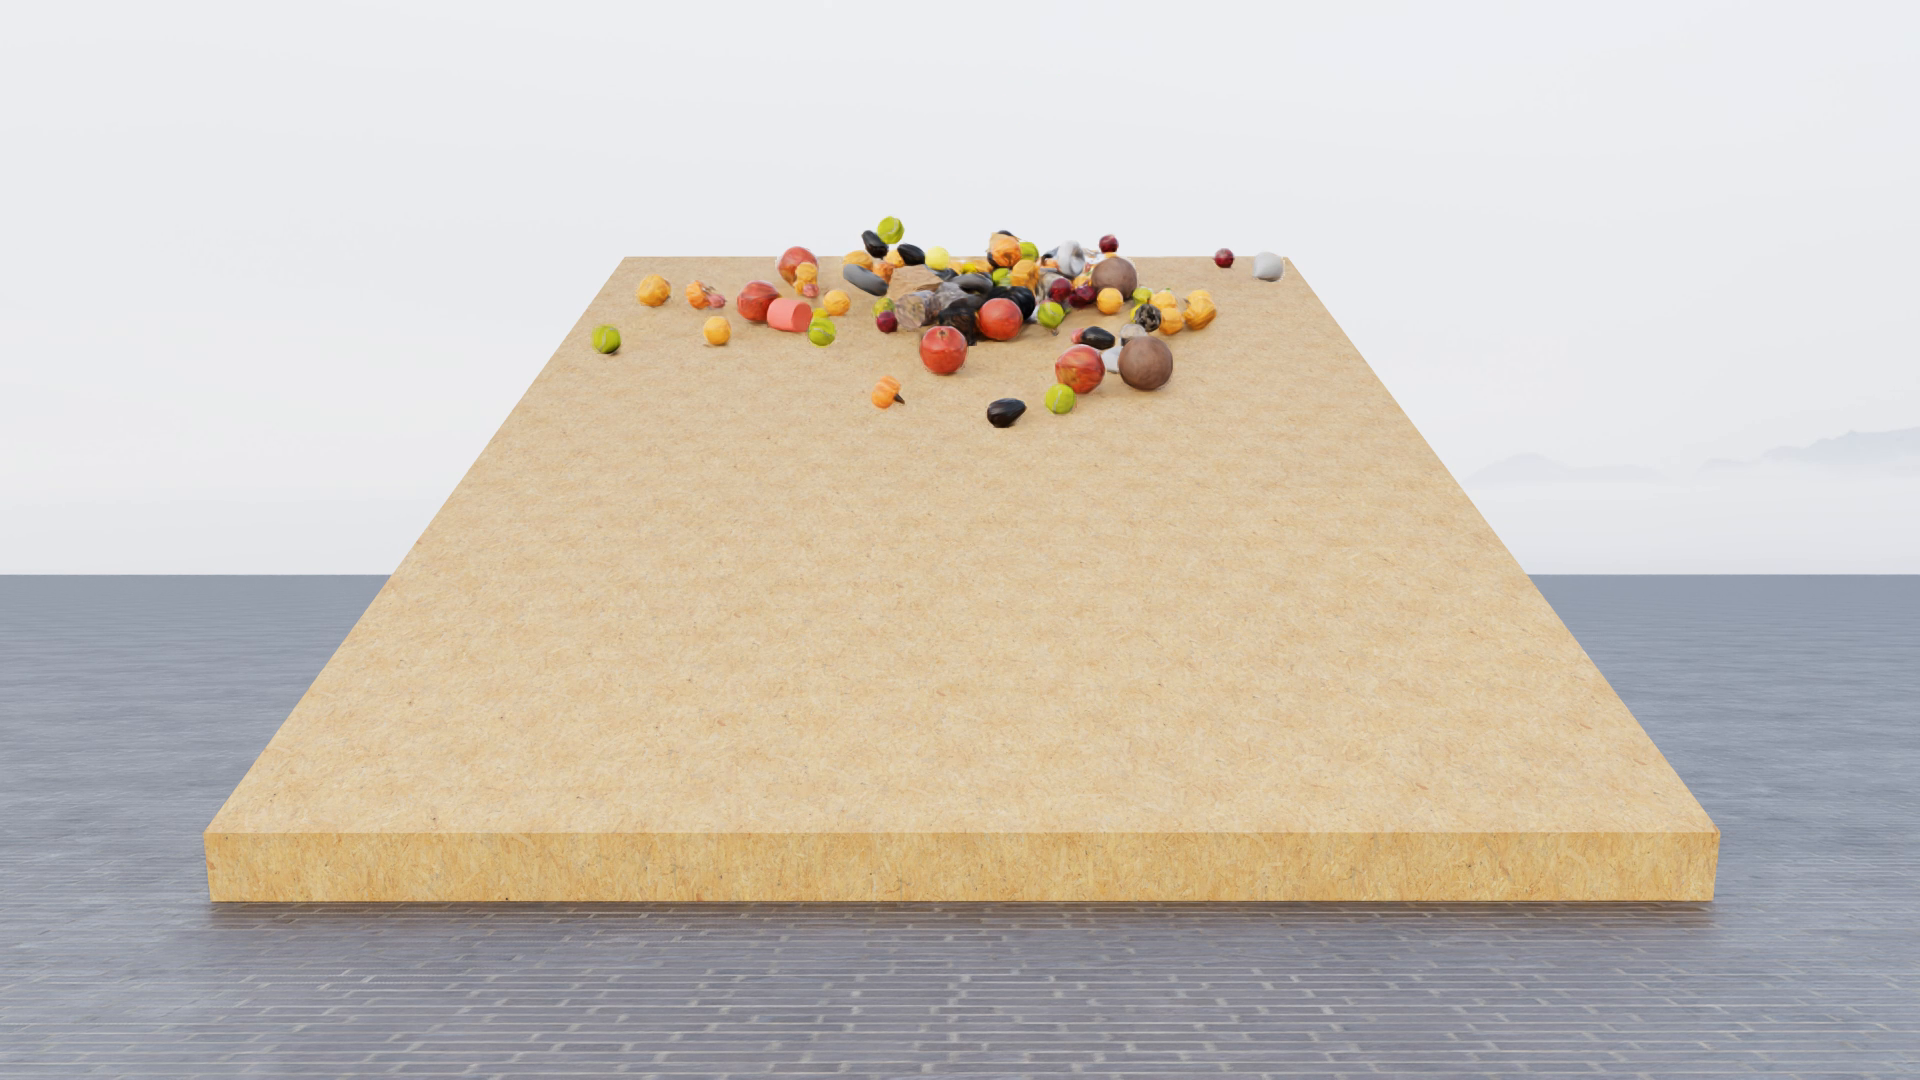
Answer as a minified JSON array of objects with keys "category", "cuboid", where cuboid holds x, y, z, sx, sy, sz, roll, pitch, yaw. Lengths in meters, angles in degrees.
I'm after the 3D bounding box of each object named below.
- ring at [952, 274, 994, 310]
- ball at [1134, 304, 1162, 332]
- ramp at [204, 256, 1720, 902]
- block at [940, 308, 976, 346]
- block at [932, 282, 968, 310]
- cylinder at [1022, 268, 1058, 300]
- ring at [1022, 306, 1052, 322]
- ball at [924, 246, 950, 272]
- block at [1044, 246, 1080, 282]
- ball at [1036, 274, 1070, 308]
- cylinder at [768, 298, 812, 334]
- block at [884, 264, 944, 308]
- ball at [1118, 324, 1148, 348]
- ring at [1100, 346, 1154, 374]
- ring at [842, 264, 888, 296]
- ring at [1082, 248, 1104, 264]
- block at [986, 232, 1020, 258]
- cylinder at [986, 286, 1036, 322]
[{"category":"ring","cuboid":[0.029,-0.645,5.825,0.126,0.042,0.126,1,-36,1]},{"category":"ball","cuboid":[0.475,-0.561,5.655,0.071,0.071,0.071,0,-1,0]},{"category":"ramp","cuboid":[-0.004,-0.187,4.866,2.000,0.100,4.000,0,18,0]},{"category":"block","cuboid":[-0.006,-0.540,5.661,0.077,0.077,0.077,4,19,13]},{"category":"block","cuboid":[-0.029,-0.619,5.733,0.058,0.058,0.058,-12,-31,-50]},{"category":"cylinder","cuboid":[0.223,-0.703,6.144,0.088,0.088,0.088,3,0,10]},{"category":"ring","cuboid":[0.198,-0.597,5.906,0.089,0.030,0.089,-6,19,2]},{"category":"ball","cuboid":[-0.062,-0.764,6.079,0.067,0.067,0.067,0,-1,0]},{"category":"block","cuboid":[0.292,-0.785,6.384,0.076,0.076,0.076,25,37,36]},{"category":"ball","cuboid":[0.250,-0.674,6.050,0.092,0.092,0.092,0,-1,0]},{"category":"cylinder","cuboid":[-0.439,-0.580,5.773,0.082,0.082,0.082,13,7,34]},{"category":"block","cuboid":[-0.121,-0.659,5.943,0.099,0.099,0.099,-15,43,-43]},{"category":"ball","cuboid":[0.429,-0.503,5.559,0.072,0.072,0.072,0,-1,0]},{"category":"ring","cuboid":[0.403,-0.433,5.388,0.132,0.044,0.132,-2,22,1]},{"category":"ring","cuboid":[-0.256,-0.704,6.059,0.137,0.046,0.137,28,10,-6]},{"category":"ring","cuboid":[0.364,-0.797,6.285,0.088,0.029,0.088,8,17,-2]},{"category":"block","cuboid":[0.125,-0.841,6.390,0.060,0.060,0.060,5,9,-43]},{"category":"cylinder","cuboid":[0.131,-0.613,5.796,0.092,0.092,0.092,-1,4,38]}]
